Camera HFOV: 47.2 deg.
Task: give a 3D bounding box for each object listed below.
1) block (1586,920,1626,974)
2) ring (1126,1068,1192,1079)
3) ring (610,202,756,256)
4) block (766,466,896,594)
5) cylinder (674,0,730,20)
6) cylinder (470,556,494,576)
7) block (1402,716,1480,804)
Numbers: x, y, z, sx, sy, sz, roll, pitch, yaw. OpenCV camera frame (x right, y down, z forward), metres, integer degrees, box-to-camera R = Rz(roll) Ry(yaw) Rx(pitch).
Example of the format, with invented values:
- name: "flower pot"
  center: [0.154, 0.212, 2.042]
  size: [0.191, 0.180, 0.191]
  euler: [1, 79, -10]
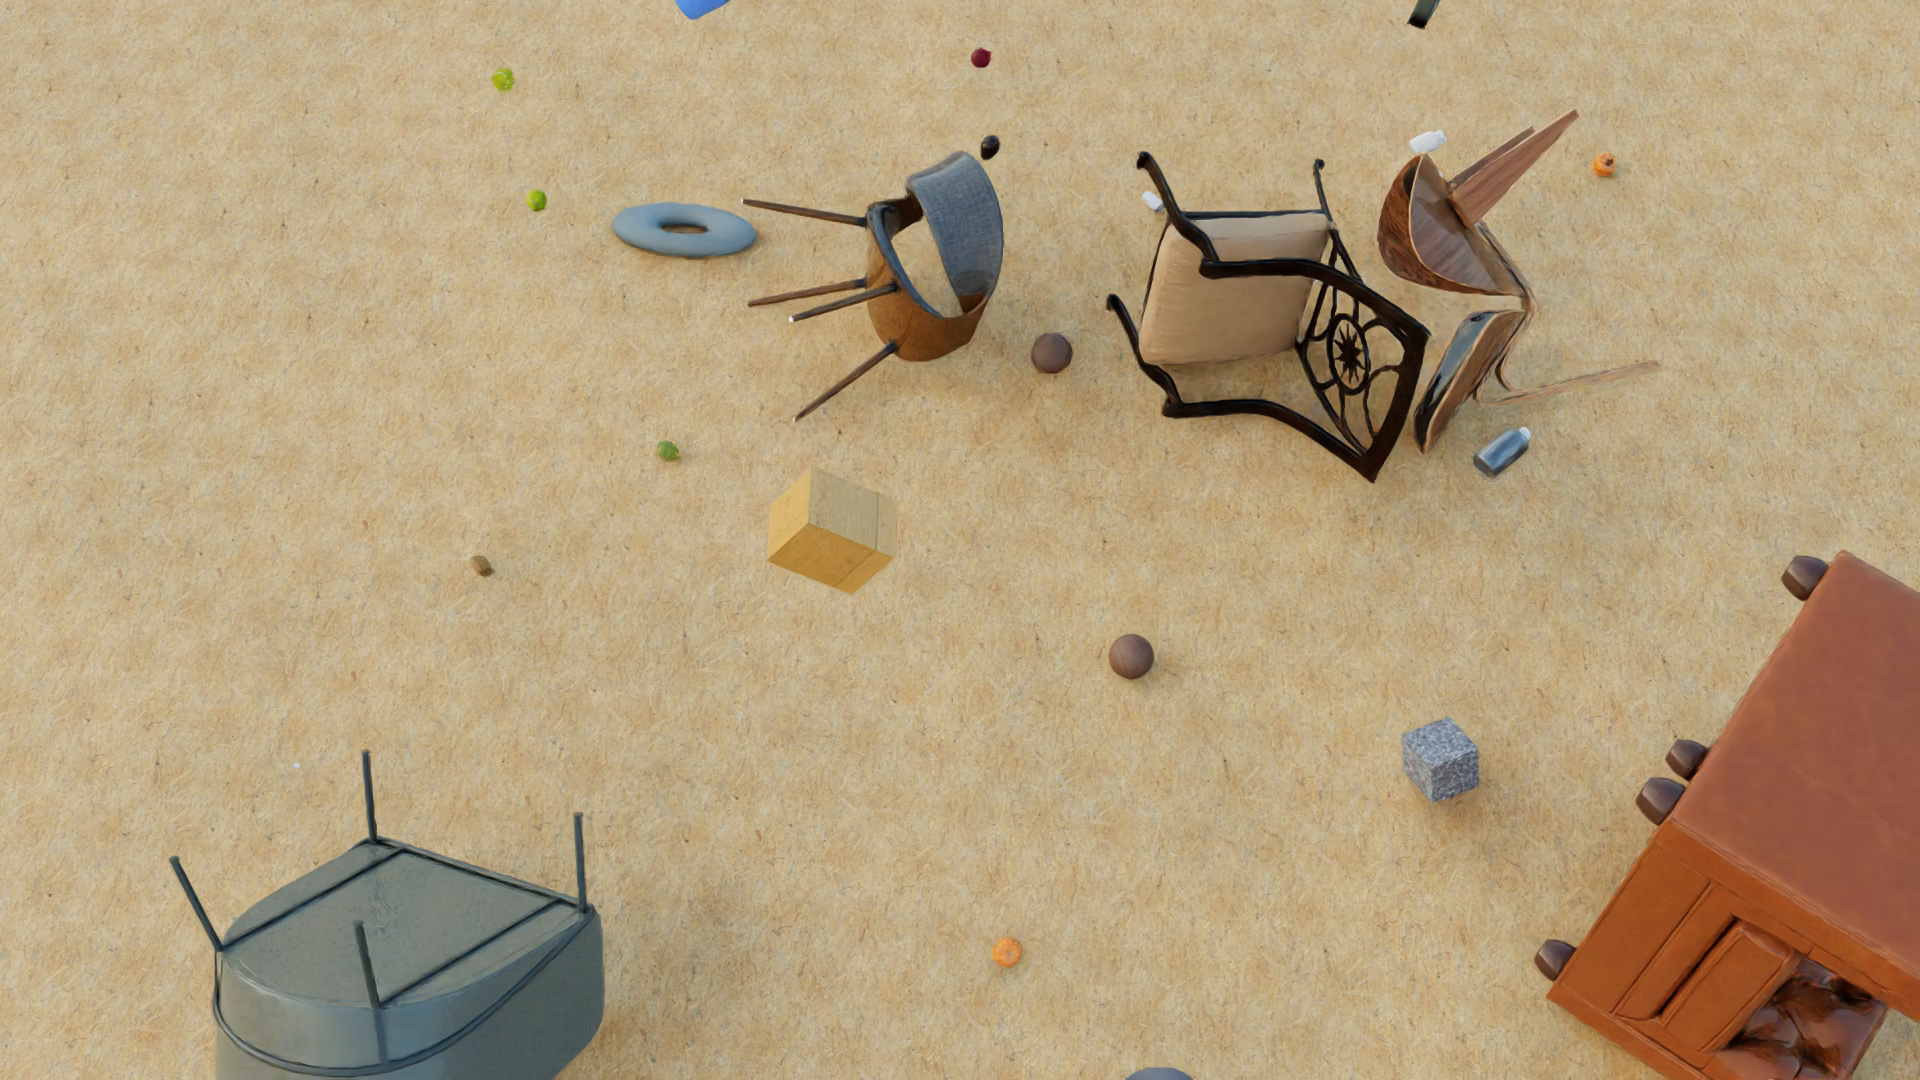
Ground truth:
- name: "block"
  center: [1.717, 1.084, 5.839]
  size: [0.074, 0.047, 0.124]
  euler: [29, 56, -13]
- name: "ring"
  center: [0.481, 1.450, 5.469]
  size: [0.301, 0.087, 0.283]
  euler: [-24, 49, 23]
- name: "ring"
  center: [-0.906, -1.018, 7.209]
  size: [0.483, 0.078, 0.200]
  euler: [6, 57, 2]
- name: "block"
  center: [-0.329, -0.023, 5.651]
  size: [0.258, 0.202, 0.179]
  euler: [23, 48, -27]
- name: "cylinder"
  center: [-0.766, -1.815, 6.999]
  size: [0.284, 0.195, 0.249]
  euler: [-23, 36, 17]
- name: "cylinder"
  center: [-1.410, 0.076, 6.495]
  size: [0.032, 0.057, 0.055]
  euler: [-50, 61, 19]
- name: "block"
  center: [1.324, 0.607, 6.055]
  size: [0.148, 0.136, 0.155]
  euler: [-19, 36, -12]
